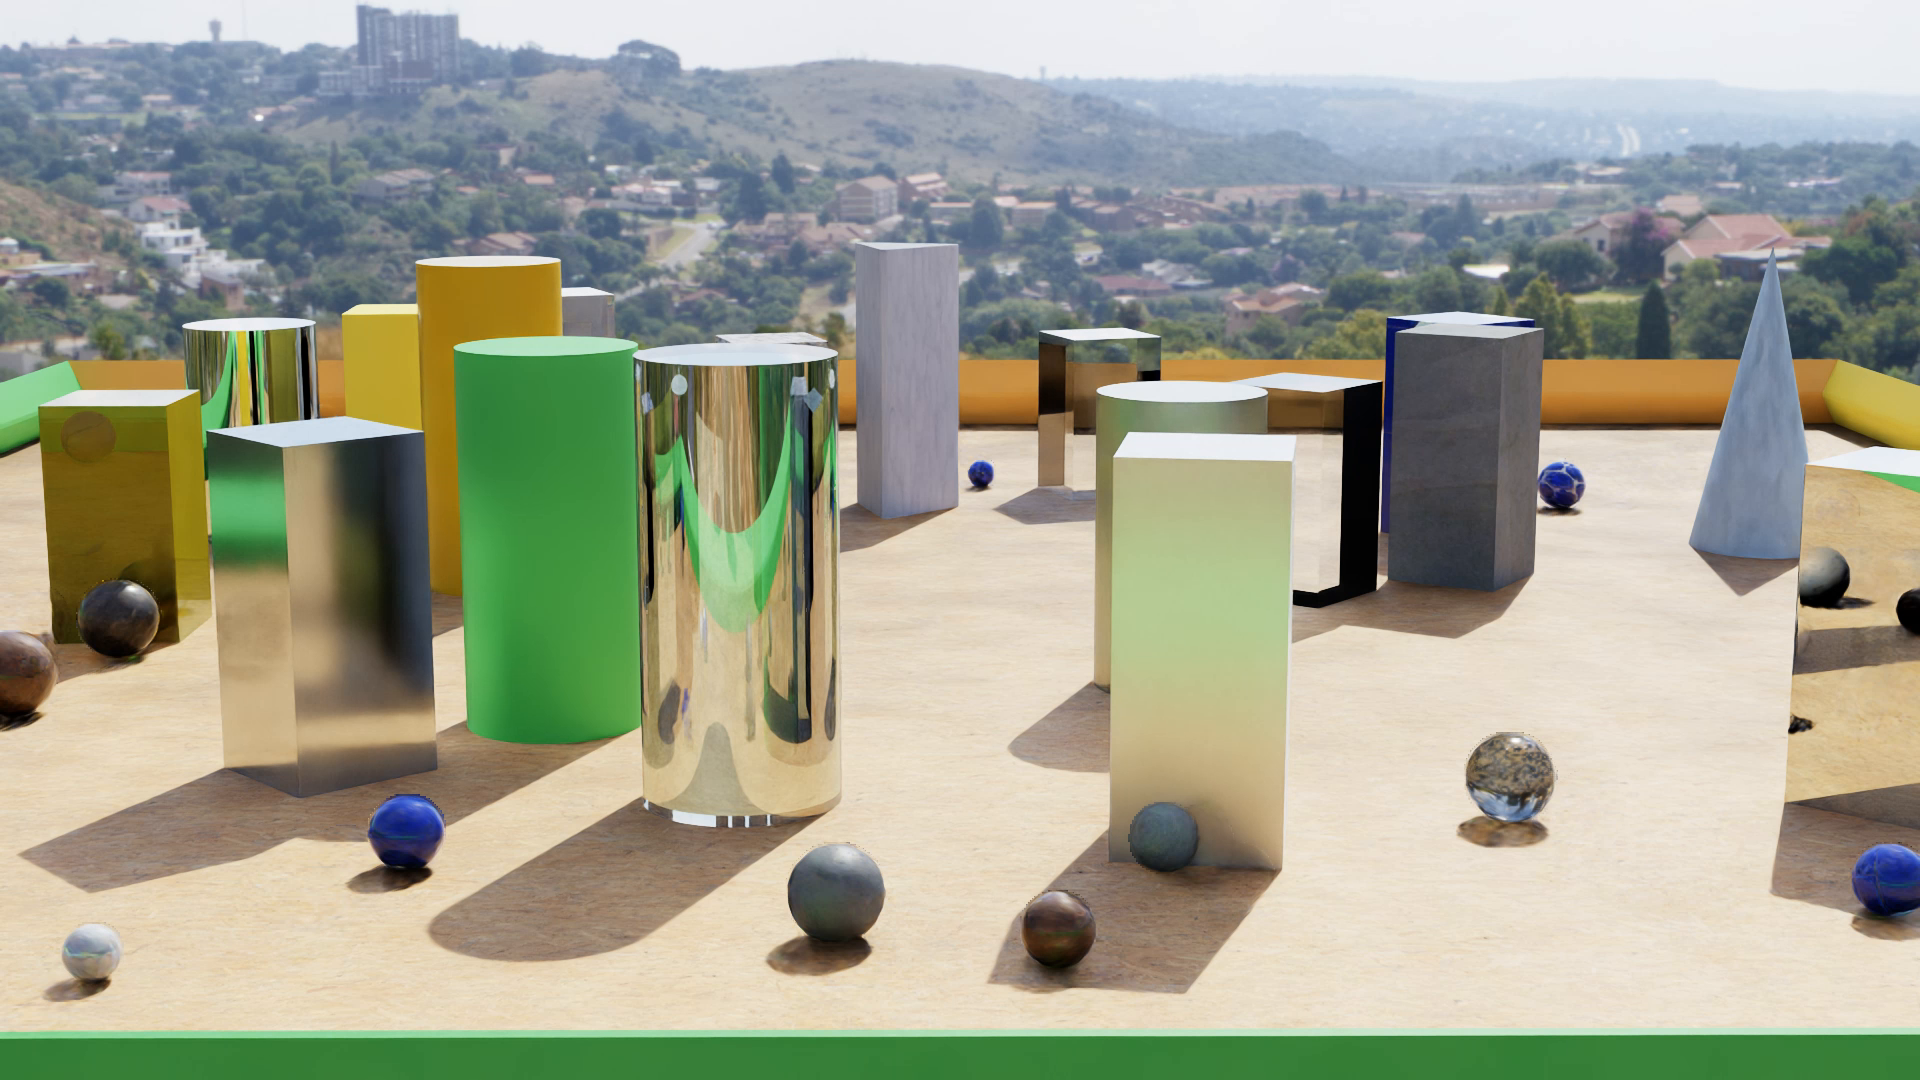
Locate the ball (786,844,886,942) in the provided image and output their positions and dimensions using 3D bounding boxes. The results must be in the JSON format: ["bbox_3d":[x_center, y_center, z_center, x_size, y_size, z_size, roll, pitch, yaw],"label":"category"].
[{"bbox_3d":[-0.104,0.297,2.158,0.083,0.083,0.083,0,10,0],"label":"ball"}]

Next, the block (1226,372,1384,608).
[{"bbox_3d":[0.474,-0.073,3.570,0.160,0.296,0.160,8,13,38],"label":"block"}]

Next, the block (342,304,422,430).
[{"bbox_3d":[-0.838,-0.168,3.899,0.160,0.365,0.160,-1,11,-4],"label":"block"}]

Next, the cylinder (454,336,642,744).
[{"bbox_3d":[-0.454,-0.005,2.851,0.200,0.424,0.200,0,10,0],"label":"cylinder"}]

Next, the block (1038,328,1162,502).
[{"bbox_3d":[0.239,-0.219,4.425,0.160,0.274,0.160,-4,11,-20],"label":"block"}]

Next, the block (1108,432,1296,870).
[{"bbox_3d":[0.229,0.100,2.409,0.160,0.380,0.160,2,11,8],"label":"block"}]

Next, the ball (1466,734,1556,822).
[{"bbox_3d":[0.536,0.232,2.501,0.086,0.086,0.086,0,10,0],"label":"ball"}]

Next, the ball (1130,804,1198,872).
[{"bbox_3d":[0.186,0.271,2.334,0.062,0.062,0.062,0,10,0],"label":"ball"}]

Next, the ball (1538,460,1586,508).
[{"bbox_3d":[1.002,-0.092,4.273,0.079,0.079,0.079,0,10,0],"label":"ball"}]

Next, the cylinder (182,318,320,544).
[{"bbox_3d":[-1.102,-0.172,4.010,0.200,0.332,0.200,0,10,0],"label":"cylinder"}]

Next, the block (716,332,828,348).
[{"bbox_3d":[-0.324,-0.215,4.423,0.160,0.266,0.160,-3,11,-18],"label":"block"}]

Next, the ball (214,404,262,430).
[{"bbox_3d":[-1.386,-0.217,4.923,0.088,0.088,0.088,0,10,0],"label":"ball"}]

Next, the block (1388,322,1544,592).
[{"bbox_3d":[0.724,-0.122,3.674,0.160,0.356,0.160,7,12,32],"label":"block"}]

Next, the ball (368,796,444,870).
[{"bbox_3d":[-0.507,0.268,2.351,0.068,0.068,0.068,0,10,0],"label":"ball"}]

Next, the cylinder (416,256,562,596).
[{"bbox_3d":[-0.657,-0.163,3.616,0.200,0.458,0.200,0,10,0],"label":"cylinder"}]

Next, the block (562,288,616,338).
[{"bbox_3d":[-0.713,-0.276,4.577,0.160,0.331,0.160,-5,11,-23],"label":"block"}]

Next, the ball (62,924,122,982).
[{"bbox_3d":[-0.699,0.332,2.066,0.046,0.046,0.046,0,10,0],"label":"ball"}]

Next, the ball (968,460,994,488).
[{"bbox_3d":[0.037,-0.116,4.490,0.047,0.047,0.047,0,10,0],"label":"ball"}]

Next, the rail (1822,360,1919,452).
[{"bbox_3d":[1.796,0.032,3.459,0.045,0.130,3.725,0,10,0],"label":"rail"}]

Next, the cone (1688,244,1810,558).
[{"bbox_3d":[1.222,-0.217,3.897,0.200,0.462,0.200,0,10,0],"label":"cone"}]

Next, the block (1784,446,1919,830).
[{"bbox_3d":[0.939,0.094,2.543,0.160,0.343,0.160,10,14,42],"label":"block"}]

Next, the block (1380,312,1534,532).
[{"bbox_3d":[0.778,-0.177,4.016,0.160,0.340,0.160,-8,13,-35],"label":"block"}]

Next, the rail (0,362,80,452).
[{"bbox_3d":[-1.796,0.035,3.438,0.045,0.130,3.725,0,10,0],"label":"rail"}]

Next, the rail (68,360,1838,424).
[{"bbox_3d":[-0.011,-0.301,5.257,3.639,0.130,0.045,0,10,0],"label":"rail"}]

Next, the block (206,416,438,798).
[{"bbox_3d":[-0.661,0.064,2.662,0.160,0.358,0.160,-10,14,-42],"label":"block"}]

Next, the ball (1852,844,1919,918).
[{"bbox_3d":[0.806,0.295,2.222,0.063,0.063,0.063,0,10,0],"label":"ball"}]

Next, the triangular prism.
[{"bbox_3d":[-0.117,-0.270,4.251,0.150,0.437,0.173,10,14,43],"label":"triangular prism"}]

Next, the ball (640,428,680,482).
[{"bbox_3d":[-0.544,-0.150,4.539,0.096,0.096,0.096,0,10,0],"label":"ball"}]

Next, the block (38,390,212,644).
[{"bbox_3d":[-1.080,-0.033,3.329,0.160,0.305,0.160,0,10,-1],"label":"block"}]

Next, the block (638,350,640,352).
[{"bbox_3d":[-0.564,-0.181,4.276,0.160,0.253,0.160,8,13,35],"label":"block"}]

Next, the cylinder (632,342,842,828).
[{"bbox_3d":[-0.219,0.039,2.543,0.200,0.449,0.200,0,10,0],"label":"cylinder"}]

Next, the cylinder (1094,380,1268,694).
[{"bbox_3d":[0.260,-0.002,3.035,0.200,0.351,0.200,0,10,0],"label":"cylinder"}]

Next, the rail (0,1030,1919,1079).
[{"bbox_3d":[0.011,0.368,1.641,3.639,0.130,0.045,0,10,0],"label":"rail"}]

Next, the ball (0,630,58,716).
[{"bbox_3d":[-1.075,0.150,2.910,0.098,0.098,0.098,0,10,0],"label":"ball"}]

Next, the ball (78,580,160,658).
[{"bbox_3d":[-1.048,0.098,3.196,0.097,0.097,0.097,0,10,0],"label":"ball"}]

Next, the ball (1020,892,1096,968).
[{"bbox_3d":[0.080,0.319,2.098,0.061,0.061,0.061,0,10,0],"label":"ball"}]
